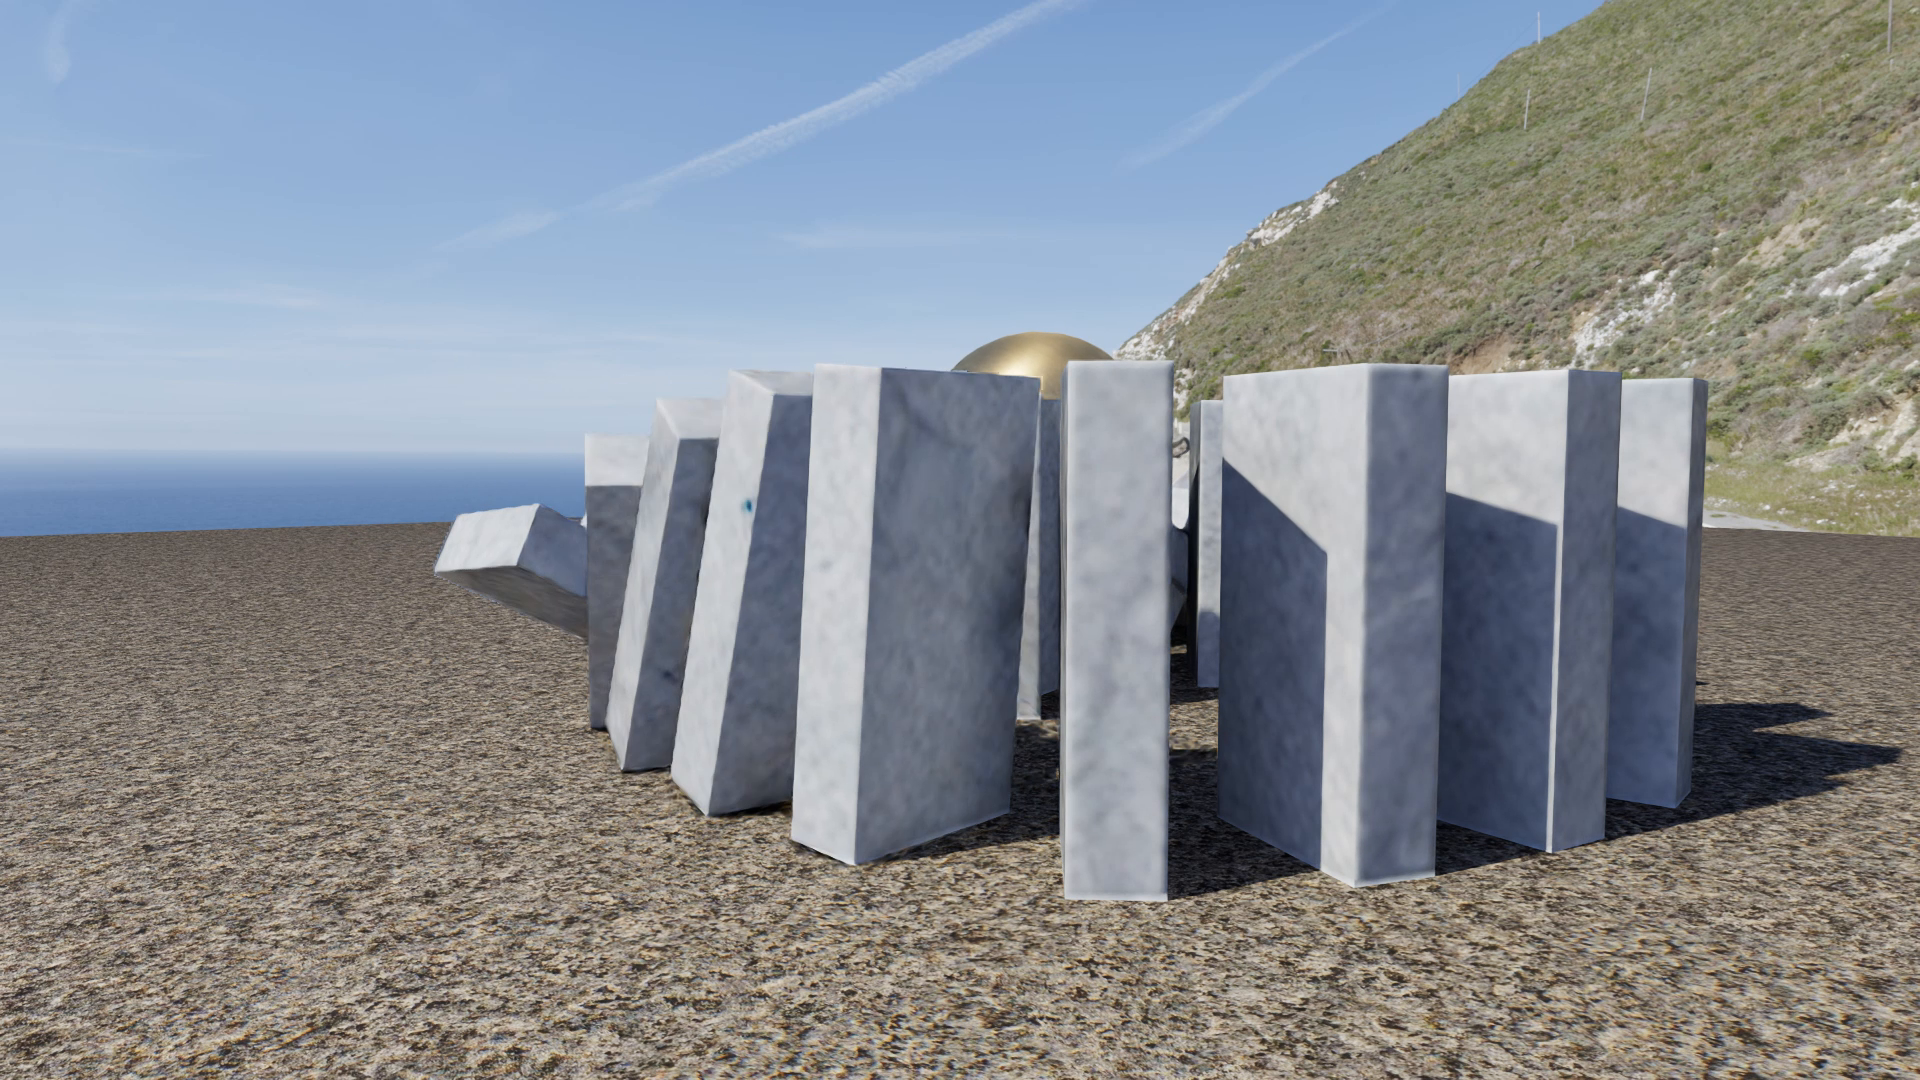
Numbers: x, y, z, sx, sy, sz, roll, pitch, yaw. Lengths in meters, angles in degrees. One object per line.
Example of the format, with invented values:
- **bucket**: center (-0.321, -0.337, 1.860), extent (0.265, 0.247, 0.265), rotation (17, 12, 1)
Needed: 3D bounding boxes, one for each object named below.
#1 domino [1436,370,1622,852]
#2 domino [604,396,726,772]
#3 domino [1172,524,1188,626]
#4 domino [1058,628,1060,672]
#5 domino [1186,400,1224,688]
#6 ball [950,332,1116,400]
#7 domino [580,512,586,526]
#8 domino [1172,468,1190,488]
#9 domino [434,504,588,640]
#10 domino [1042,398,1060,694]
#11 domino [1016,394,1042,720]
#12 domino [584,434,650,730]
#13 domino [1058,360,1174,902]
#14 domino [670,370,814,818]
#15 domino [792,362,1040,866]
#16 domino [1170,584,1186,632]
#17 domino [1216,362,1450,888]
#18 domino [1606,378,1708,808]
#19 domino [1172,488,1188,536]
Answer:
- **domino**: center (0.059, 0.007, 0.145), extent (0.009, 0.050, 0.025), rotation (-3, 5, -32)
- **domino**: center (-0.029, 0.006, 0.164), extent (0.025, 0.050, 0.009), rotation (-3, 35, -30)
- **domino**: center (0.041, 0.004, 0.283), extent (0.050, 0.009, 0.025), rotation (36, -16, -29)
- **domino**: center (0.024, 0.000, 0.234), extent (0.009, 0.050, 0.025), rotation (-1, 4, -12)
- **domino**: center (0.048, 0.000, 0.235), extent (0.009, 0.050, 0.025), rotation (0, 4, 6)
- **ball**: center (0.026, -0.030, 0.433), extent (0.080, 0.080, 0.080), rotation (0, 4, 0)
- **domino**: center (-0.039, 0.009, 0.222), extent (0.050, 0.010, 0.025), rotation (31, -21, -36)
- **domino**: center (0.068, -0.009, 0.416), extent (0.050, 0.010, 0.025), rotation (-45, -12, 19)
- **domino**: center (-0.053, 0.010, 0.203), extent (0.025, 0.009, 0.050), rotation (-4, -27, 43)
- **domino**: center (0.004, 0.001, 0.223), extent (0.025, 0.050, 0.010), rotation (3, 5, 31)
- **domino**: center (0.000, 0.002, 0.201), extent (0.025, 0.050, 0.010), rotation (0, 4, 0)
- **domino**: center (-0.039, 0.007, 0.181), extent (0.025, 0.050, 0.010), rotation (-1, 46, -16)
- **domino**: center (0.015, 0.008, 0.130), extent (0.010, 0.050, 0.025), rotation (0, 4, 3)
- **domino**: center (-0.017, 0.006, 0.150), extent (0.025, 0.050, 0.010), rotation (-4, 24, -39)
- **domino**: center (-0.004, 0.007, 0.139), extent (0.010, 0.050, 0.025), rotation (10, 10, 40)
- **domino**: center (0.022, 0.003, 0.273), extent (0.050, 0.010, 0.025), rotation (37, -20, -31)
- **domino**: center (0.038, 0.007, 0.135), extent (0.009, 0.050, 0.025), rotation (-2, 5, -20)
- **domino**: center (0.077, 0.006, 0.160), extent (0.025, 0.050, 0.009), rotation (3, 6, 39)
- **domino**: center (0.060, 0.004, 0.294), extent (0.050, 0.009, 0.025), rotation (32, -14, -30)
